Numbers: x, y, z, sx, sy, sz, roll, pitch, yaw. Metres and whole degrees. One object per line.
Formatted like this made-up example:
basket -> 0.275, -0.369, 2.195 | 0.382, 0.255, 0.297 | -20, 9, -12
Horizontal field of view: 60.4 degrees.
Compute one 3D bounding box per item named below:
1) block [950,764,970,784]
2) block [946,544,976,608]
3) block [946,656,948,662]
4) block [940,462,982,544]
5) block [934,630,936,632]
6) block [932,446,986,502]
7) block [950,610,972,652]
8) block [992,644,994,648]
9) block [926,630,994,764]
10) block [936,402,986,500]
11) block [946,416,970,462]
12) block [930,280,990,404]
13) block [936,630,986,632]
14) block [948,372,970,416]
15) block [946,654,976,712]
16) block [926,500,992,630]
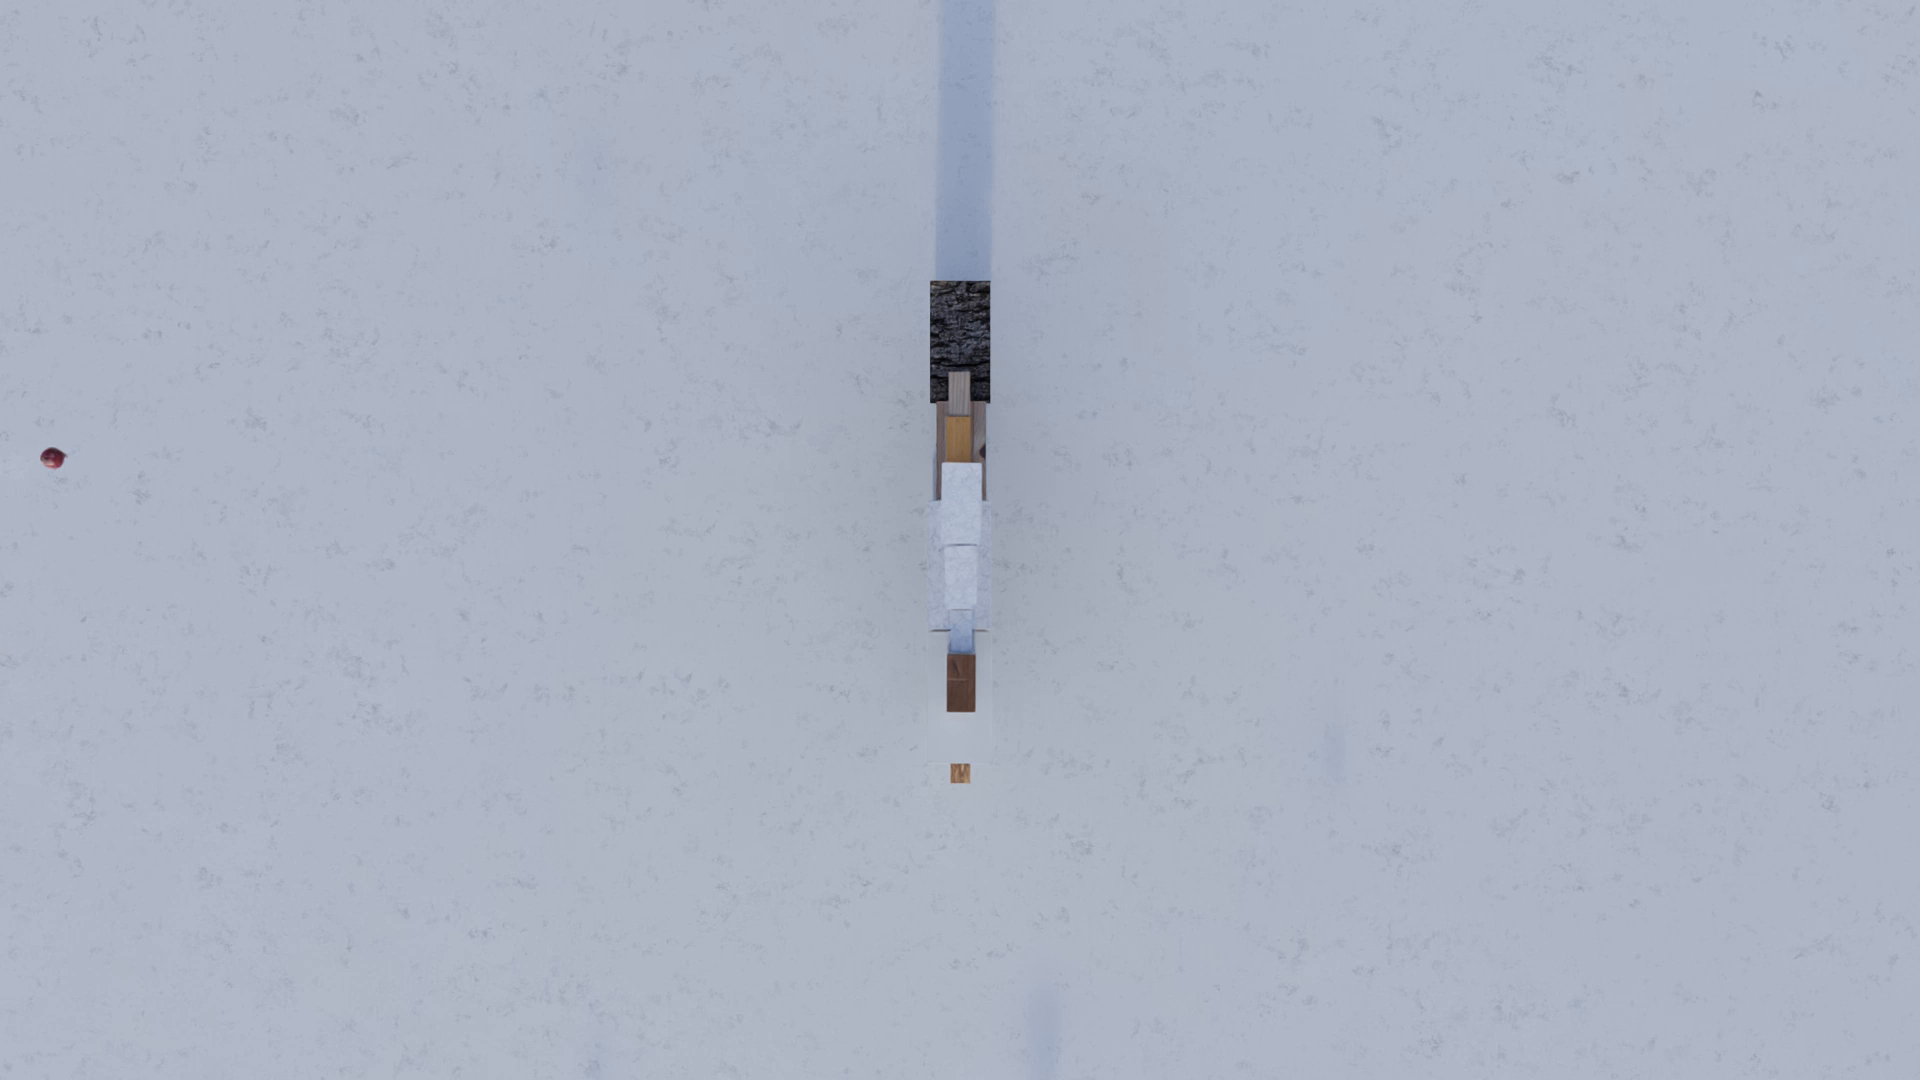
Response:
block -> 0.001, 0.657, 4.853 | 0.058, 0.017, 0.117 | 0, 90, 0
block -> 0.002, 0.094, 4.204 | 0.081, 0.023, 0.162 | 0, 90, 0
block -> 0.002, 0.321, 4.320 | 0.074, 0.148, 0.021 | 1, 90, 0
block -> 0.003, -0.093, 4.161 | 0.101, 0.029, 0.203 | 1, 90, 0
block -> 0.000, 0.162, 5.142 | 0.167, 0.047, 0.334 | 0, 90, 0
block -> -0.002, -0.116, 4.788 | 0.154, 0.044, 0.309 | 0, 90, 0
block -> 0.003, 0.234, 4.263 | 0.054, 0.015, 0.107 | -1, 90, 0
block -> 0.001, 0.302, 4.619 | 0.175, 0.350, 0.050 | 1, 90, 0
block -> 0.000, 0.421, 4.419 | 0.175, 0.050, 0.350 | 0, 90, 0
block -> 0.003, -0.241, 4.479 | 0.134, 0.038, 0.268 | 0, 90, 0
block -> -0.004, -0.260, 4.327 | 0.062, 0.018, 0.124 | 0, 90, 0
block -> 0.001, -0.548, 4.572 | 0.167, 0.047, 0.335 | 0, 90, 0
block -> 0.002, 0.186, 4.814 | 0.142, 0.040, 0.284 | 0, 90, 0
block -> -0.002, -0.384, 4.338 | 0.057, 0.016, 0.114 | 0, 90, 0
block -> 0.003, 0.368, 4.236 | 0.074, 0.021, 0.148 | 0, 90, 0
block -> -0.003, 0.067, 4.402 | 0.170, 0.048, 0.340 | 0, 90, 0
